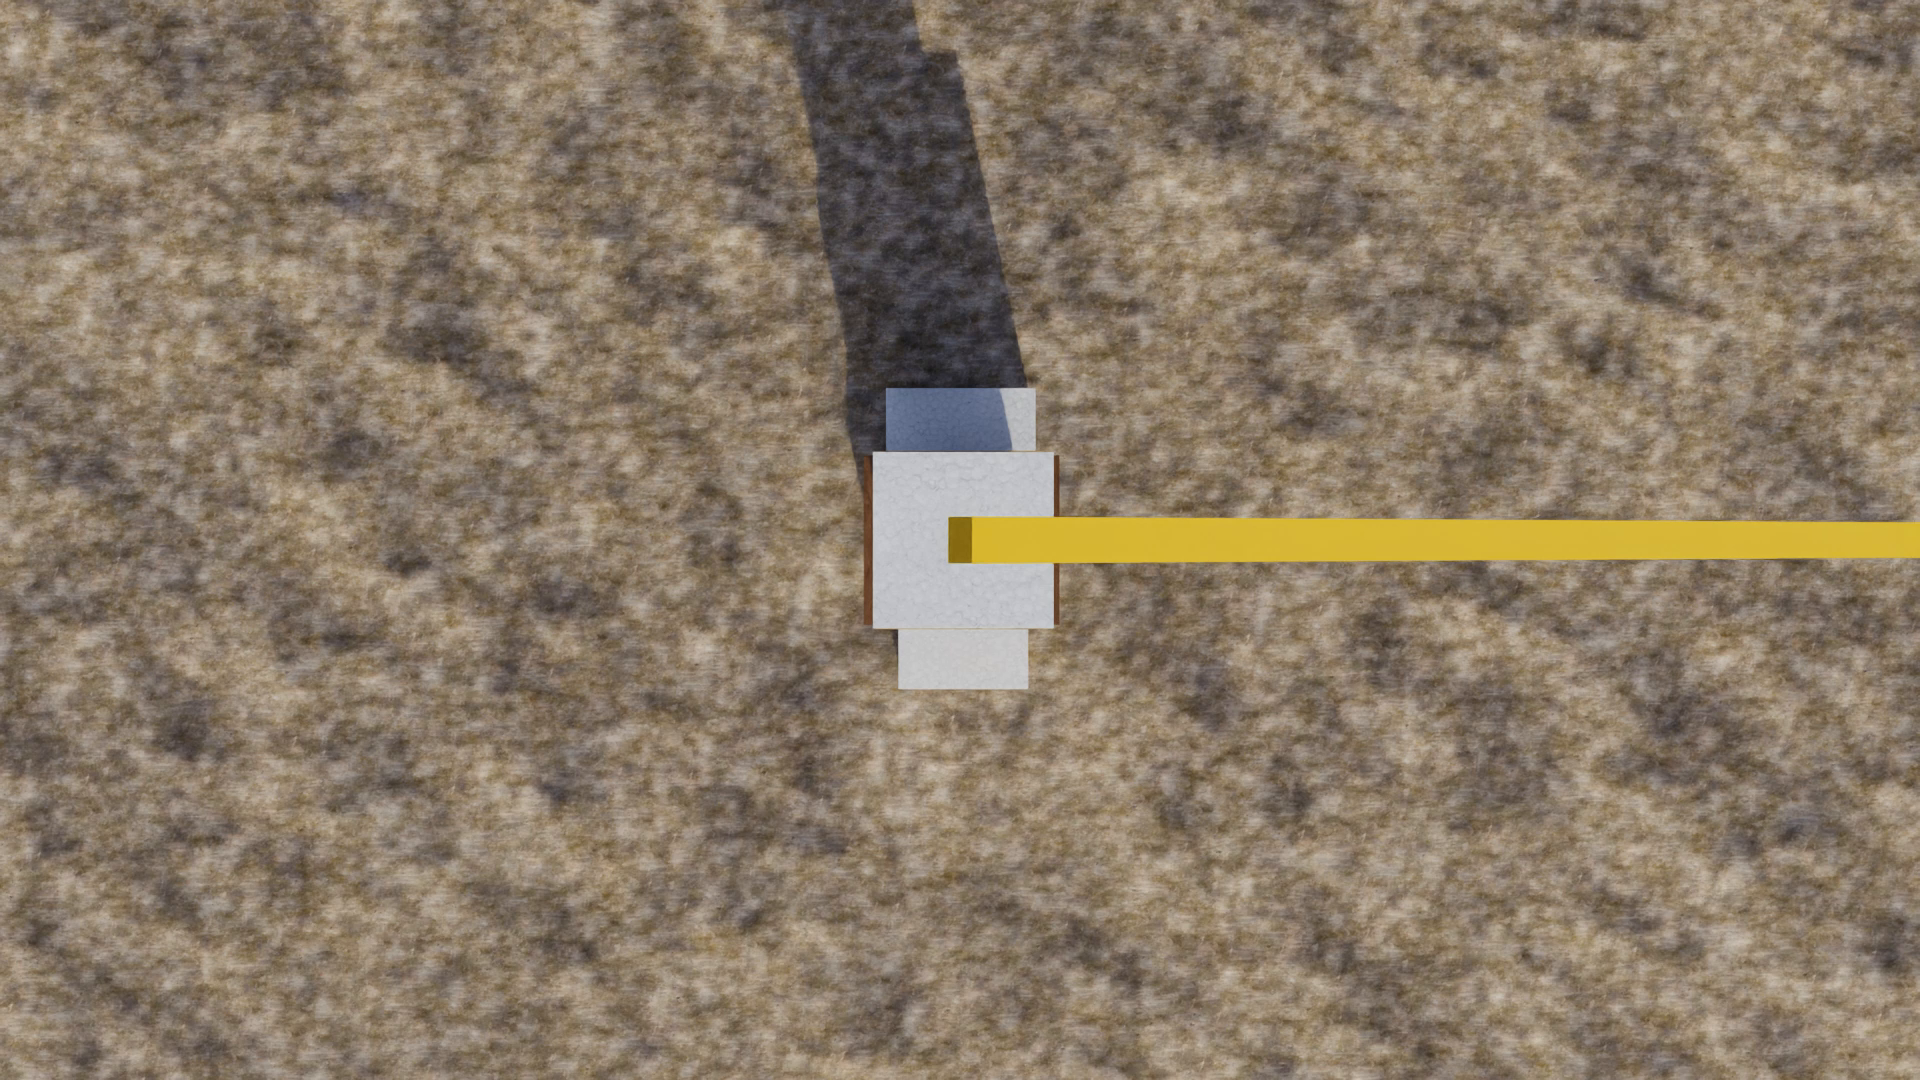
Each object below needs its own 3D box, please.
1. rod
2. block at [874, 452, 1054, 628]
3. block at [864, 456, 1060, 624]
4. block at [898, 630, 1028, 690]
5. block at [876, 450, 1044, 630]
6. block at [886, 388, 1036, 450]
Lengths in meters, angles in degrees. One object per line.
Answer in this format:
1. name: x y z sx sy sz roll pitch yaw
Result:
1. rod: 2.234 0.000 5.108 5.200 0.080 0.080 0 90 -31
2. block: 0.012 0.000 7.922 0.627 0.586 0.612 0 90 0
3. block: 0.007 0.000 9.735 0.835 0.689 0.724 0 90 0
4. block: 0.019 0.474 12.665 0.727 0.671 0.723 0 90 0
5. block: -0.001 0.000 11.020 0.813 0.856 0.859 0 90 0
6. block: 0.004 -0.367 12.551 0.823 0.898 0.938 0 90 0
